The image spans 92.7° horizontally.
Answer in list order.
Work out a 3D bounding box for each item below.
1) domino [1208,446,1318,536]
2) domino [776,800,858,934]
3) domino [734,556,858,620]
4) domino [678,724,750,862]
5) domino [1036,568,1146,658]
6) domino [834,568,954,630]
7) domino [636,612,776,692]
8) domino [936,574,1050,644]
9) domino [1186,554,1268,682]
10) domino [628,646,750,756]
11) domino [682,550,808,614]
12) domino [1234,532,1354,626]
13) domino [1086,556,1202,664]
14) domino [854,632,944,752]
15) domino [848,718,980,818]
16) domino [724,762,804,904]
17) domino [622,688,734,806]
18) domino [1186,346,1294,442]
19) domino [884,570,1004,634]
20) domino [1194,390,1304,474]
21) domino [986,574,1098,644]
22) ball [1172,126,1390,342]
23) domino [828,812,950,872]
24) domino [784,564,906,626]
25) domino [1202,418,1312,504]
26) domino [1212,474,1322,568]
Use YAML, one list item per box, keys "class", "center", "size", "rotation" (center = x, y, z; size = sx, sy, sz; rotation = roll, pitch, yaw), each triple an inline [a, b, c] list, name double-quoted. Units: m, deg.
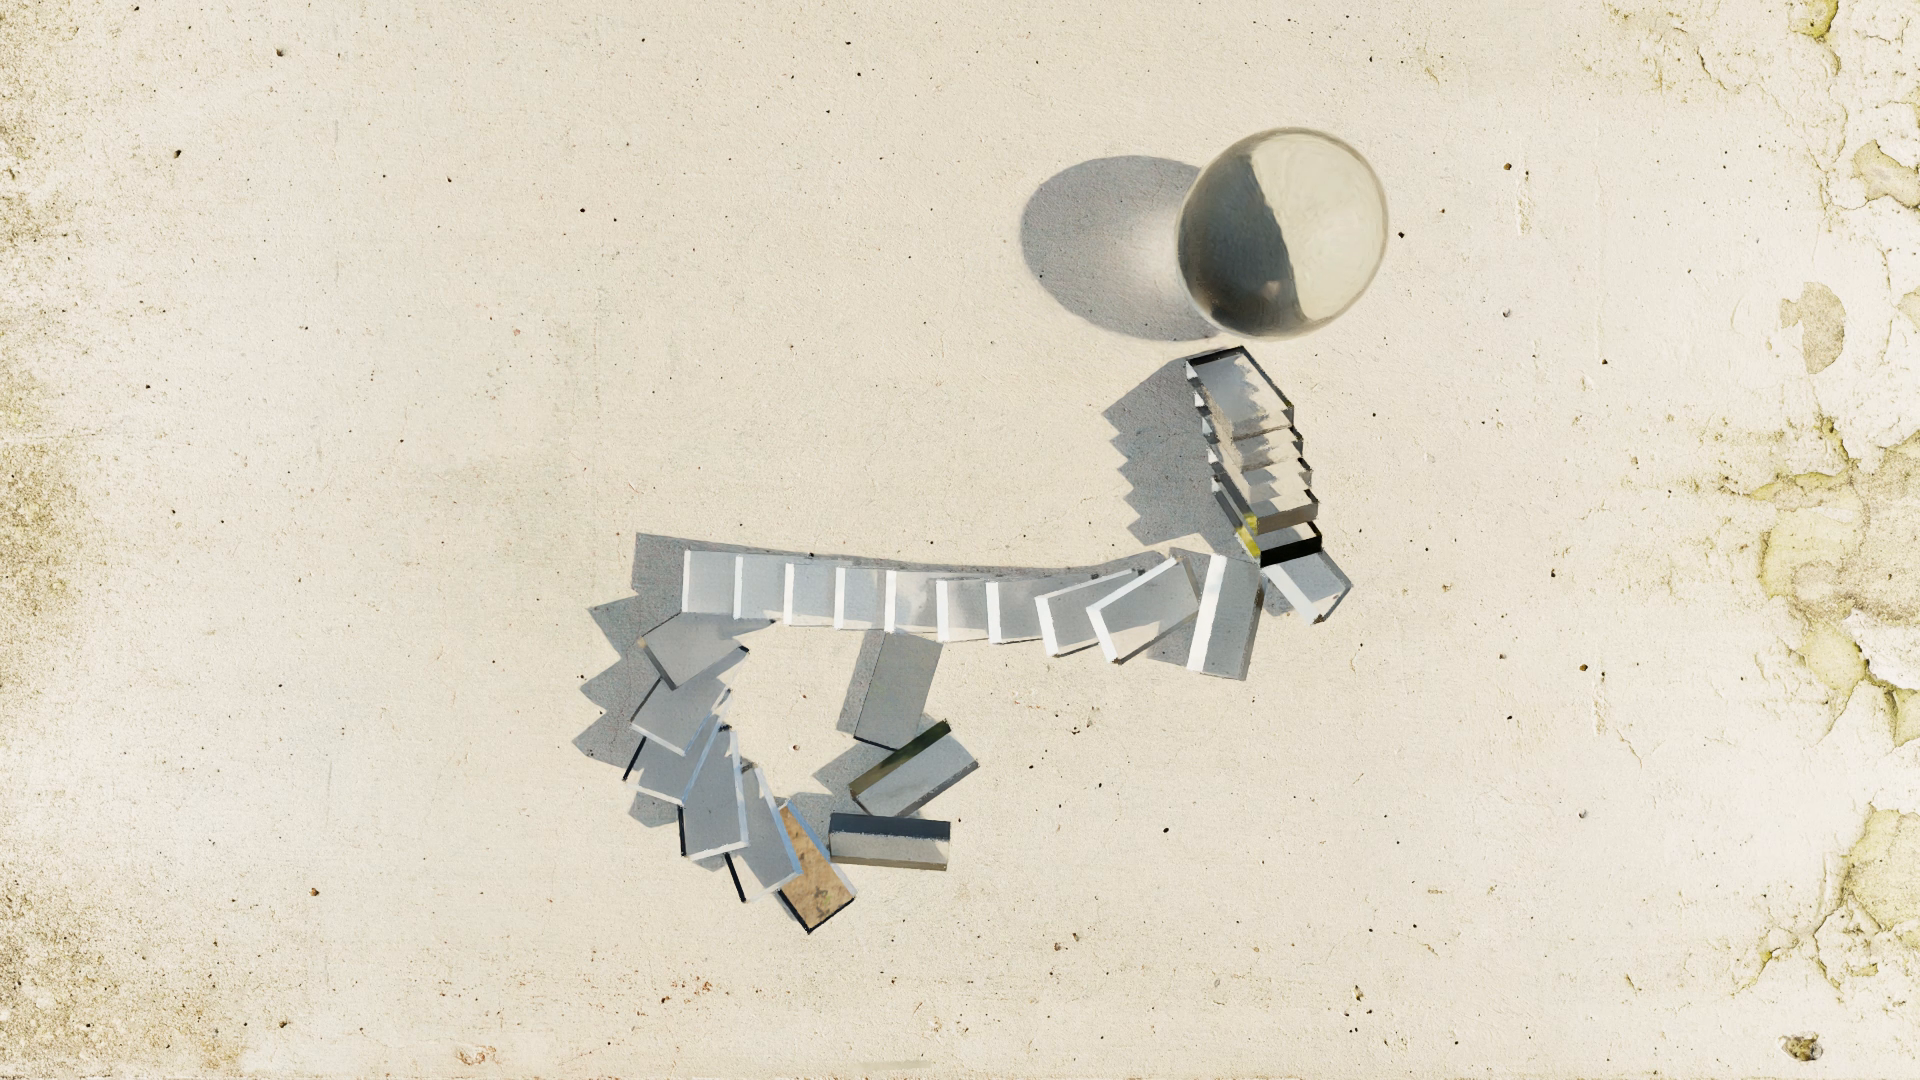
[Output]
- class: "domino"
  center: [0.124, -0.024, 0.378]
  size: [0.025, 0.050, 0.010]
  rotation: [-15, 131, 0]
- class: "domino"
  center: [-0.069, 0.141, 0.395]
  size: [0.025, 0.009, 0.050]
  rotation: [-36, 90, 0]
- class: "domino"
  center: [-0.068, 0.020, 0.383]
  size: [0.050, 0.010, 0.025]
  rotation: [3, 88, -30]
- class: "domino"
  center: [-0.105, 0.105, 0.384]
  size: [0.025, 0.010, 0.050]
  rotation: [-15, 60, 0]
- class: "domino"
  center: [0.057, 0.030, 0.384]
  size: [0.050, 0.010, 0.025]
  rotation: [-15, 95, -26]
- class: "domino"
  center: [-0.027, 0.025, 0.384]
  size: [0.050, 0.009, 0.025]
  rotation: [2, 90, -29]
- class: "domino"
  center: [-0.105, 0.038, 0.382]
  size: [0.050, 0.010, 0.025]
  rotation: [-35, 90, -34]
- class: "domino"
  center: [0.015, 0.028, 0.384]
  size: [0.050, 0.009, 0.025]
  rotation: [-2, 90, -28]
- class: "domino"
  center: [0.115, 0.033, 0.390]
  size: [0.025, 0.009, 0.050]
  rotation: [12, 90, -26]
- class: "domino"
  center: [-0.112, 0.062, 0.383]
  size: [0.025, 0.009, 0.050]
  rotation: [28, 58, 1]
- class: "domino"
  center: [-0.089, 0.018, 0.383]
  size: [0.050, 0.010, 0.025]
  rotation: [4, 85, -30]
- class: "domino"
  center: [0.142, 0.009, 0.390]
  size: [0.025, 0.009, 0.050]
  rotation: [-40, 90, -29]
- class: "domino"
  center: [0.079, 0.029, 0.384]
  size: [0.050, 0.010, 0.025]
  rotation: [-28, 101, -23]
- class: "domino"
  center: [-0.026, 0.065, 0.395]
  size: [0.025, 0.010, 0.050]
  rotation: [17, 90, 0]
- class: "domino"
  center: [-0.019, 0.100, 0.390]
  size: [0.050, 0.009, 0.025]
  rotation: [-34, 120, 0]
- class: "domino"
  center: [-0.088, 0.123, 0.385]
  size: [0.025, 0.009, 0.050]
  rotation: [-30, 64, 0]
- class: "domino"
  center: [-0.117, 0.082, 0.382]
  size: [0.025, 0.010, 0.050]
  rotation: [18, 58, 2]
- class: "domino"
  center: [0.115, -0.061, 0.378]
  size: [0.025, 0.050, 0.009]
  rotation: [-15, 131, 0]
- class: "domino"
  center: [-0.006, 0.026, 0.384]
  size: [0.050, 0.010, 0.025]
  rotation: [3, 90, -28]
- class: "domino"
  center: [0.118, -0.049, 0.378]
  size: [0.025, 0.050, 0.010]
  rotation: [-15, 131, 0]
- class: "domino"
  center: [0.036, 0.028, 0.384]
  size: [0.050, 0.010, 0.025]
  rotation: [-4, 90, -28]
- class: "ball"
  center: [0.125, -0.119, 0.360]
  size: [0.080, 0.080, 0.080]
  rotation: [0, 90, 0]
- class: "domino"
  center: [-0.030, 0.128, 0.388]
  size: [0.050, 0.010, 0.025]
  rotation: [4, 133, 0]
- class: "domino"
  center: [-0.048, 0.023, 0.384]
  size: [0.050, 0.010, 0.025]
  rotation: [3, 90, -30]
- class: "domino"
  center: [0.122, -0.037, 0.378]
  size: [0.025, 0.050, 0.009]
  rotation: [-15, 131, 0]
- class: "domino"
  center: [0.126, -0.011, 0.378]
  size: [0.025, 0.050, 0.010]
  rotation: [-15, 132, 0]
